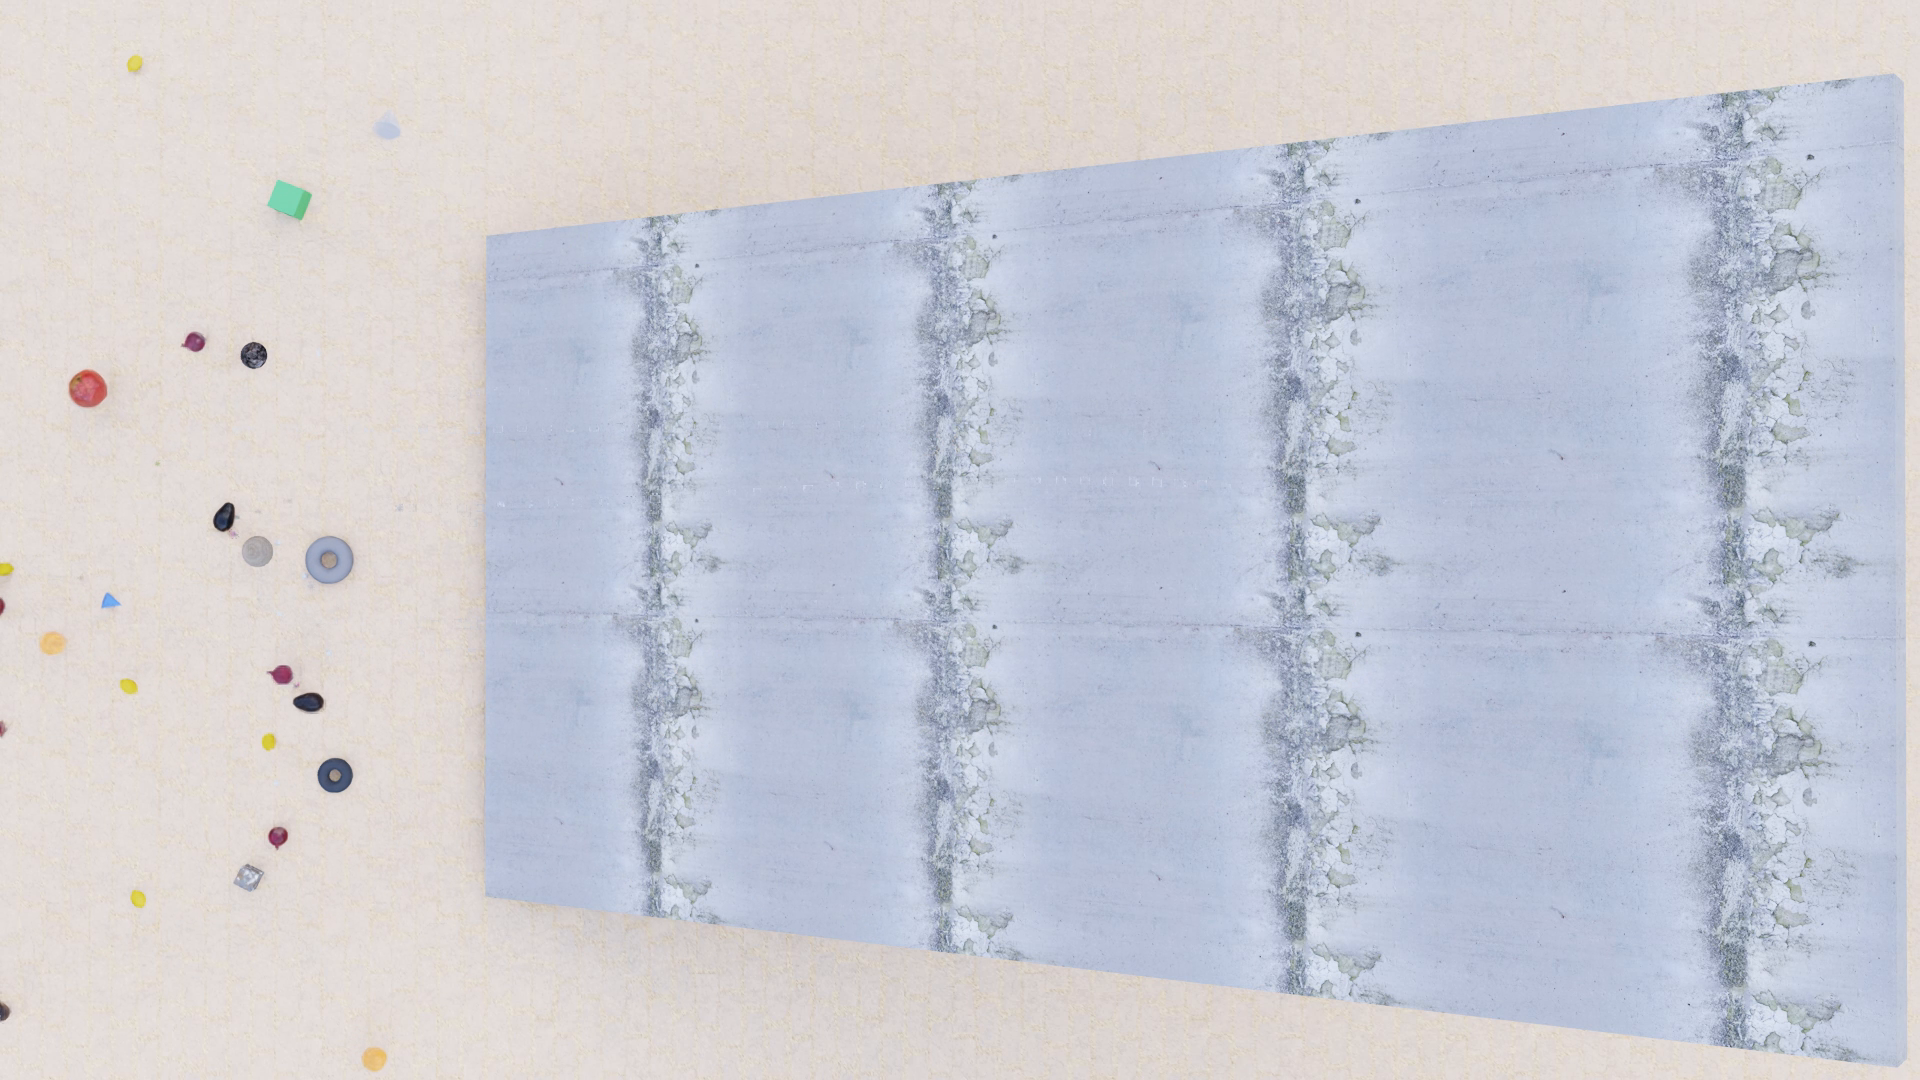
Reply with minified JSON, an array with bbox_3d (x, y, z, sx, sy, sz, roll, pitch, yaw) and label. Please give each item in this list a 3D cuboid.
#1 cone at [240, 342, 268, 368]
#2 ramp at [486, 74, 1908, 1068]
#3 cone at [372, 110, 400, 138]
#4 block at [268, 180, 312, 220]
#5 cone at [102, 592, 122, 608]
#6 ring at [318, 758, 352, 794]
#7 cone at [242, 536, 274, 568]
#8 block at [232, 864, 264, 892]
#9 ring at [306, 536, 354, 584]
[{"bbox_3d":[-2.166,-0.567,6.704,0.083,0.083,0.083,0,90,0],"label":"cone"},{"bbox_3d":[0.251,0.069,5.581,4.000,0.100,2.000,0,89,34],"label":"ramp"},{"bbox_3d":[-1.751,-1.287,6.732,0.082,0.082,0.082,1,63,0],"label":"cone"},{"bbox_3d":[-2.044,-1.037,6.706,0.087,0.087,0.087,22,90,0],"label":"block"},{"bbox_3d":[-2.591,0.192,6.727,0.054,0.054,0.054,21,90,-26],"label":"cone"},{"bbox_3d":[-1.909,0.719,6.717,0.108,0.036,0.108,0,88,0],"label":"ring"},{"bbox_3d":[-2.153,0.035,6.692,0.096,0.096,0.096,0,90,0],"label":"cone"},{"bbox_3d":[-2.168,1.029,6.703,0.058,0.058,0.058,27,90,0],"label":"block"},{"bbox_3d":[-1.926,0.061,6.716,0.146,0.049,0.146,0,91,-1],"label":"ring"}]
